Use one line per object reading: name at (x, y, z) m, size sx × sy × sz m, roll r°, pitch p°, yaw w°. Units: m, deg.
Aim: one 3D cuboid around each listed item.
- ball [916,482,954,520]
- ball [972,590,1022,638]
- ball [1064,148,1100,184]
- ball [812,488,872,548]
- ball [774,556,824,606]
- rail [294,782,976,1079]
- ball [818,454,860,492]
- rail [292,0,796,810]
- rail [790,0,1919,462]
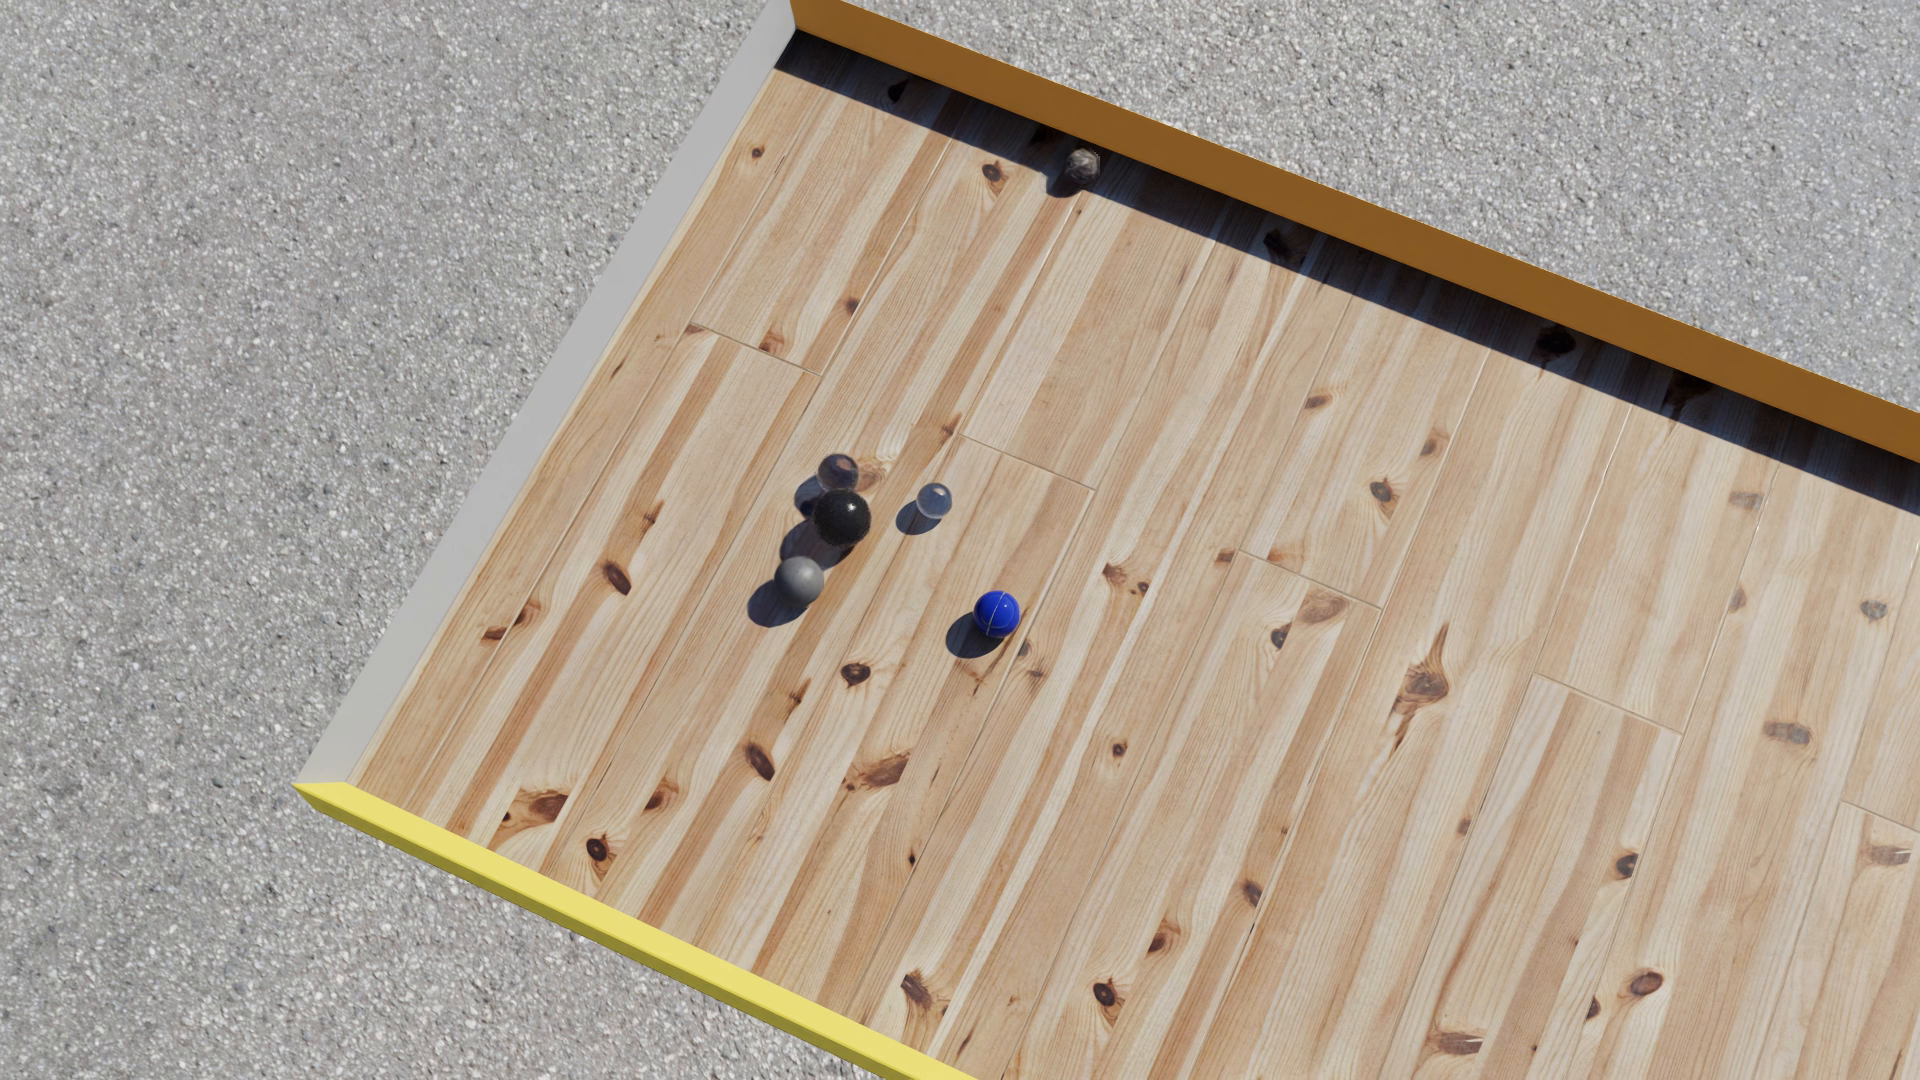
ball at (-0.041, -0.064, 3.559) m, size 0.061 × 0.061 × 0.061 m, roll 0°, pitch 67°, yaw 0°
ball at (0.058, 0.117, 3.472) m, size 0.077 × 0.077 × 0.077 m, roll 0°, pitch 67°, yaw 0°
ball at (0.212, -0.649, 3.814) m, size 0.059 × 0.059 × 0.059 m, roll 0°, pitch 67°, yaw 0°
ball at (-0.189, -0.035, 3.527) m, size 0.096 × 0.096 × 0.096 m, roll 0°, pitch 67°, yaw 0°
ball at (-0.255, 0.065, 3.492) m, size 0.080 × 0.080 × 0.080 m, roll 0°, pitch 67°, yaw 0°
rail at (0.321, 0.923, 3.094) m, size 2.877 × 0.125 × 0.045 m, roll 23°, pitch 68°, yaw 10°
ball at (-0.197, -0.106, 3.572) m, size 0.071 × 0.071 × 0.071 m, roll 0°, pitch 67°, yaw 0°
rail at (-0.631, -0.278, 3.616) m, size 0.045 × 0.125 × 1.625 m, roll 23°, pitch 68°, yaw 10°
rail at (0.984, -0.389, 3.664) m, size 2.877 × 0.125 × 0.045 m, roll 23°, pitch 68°, yaw 10°
